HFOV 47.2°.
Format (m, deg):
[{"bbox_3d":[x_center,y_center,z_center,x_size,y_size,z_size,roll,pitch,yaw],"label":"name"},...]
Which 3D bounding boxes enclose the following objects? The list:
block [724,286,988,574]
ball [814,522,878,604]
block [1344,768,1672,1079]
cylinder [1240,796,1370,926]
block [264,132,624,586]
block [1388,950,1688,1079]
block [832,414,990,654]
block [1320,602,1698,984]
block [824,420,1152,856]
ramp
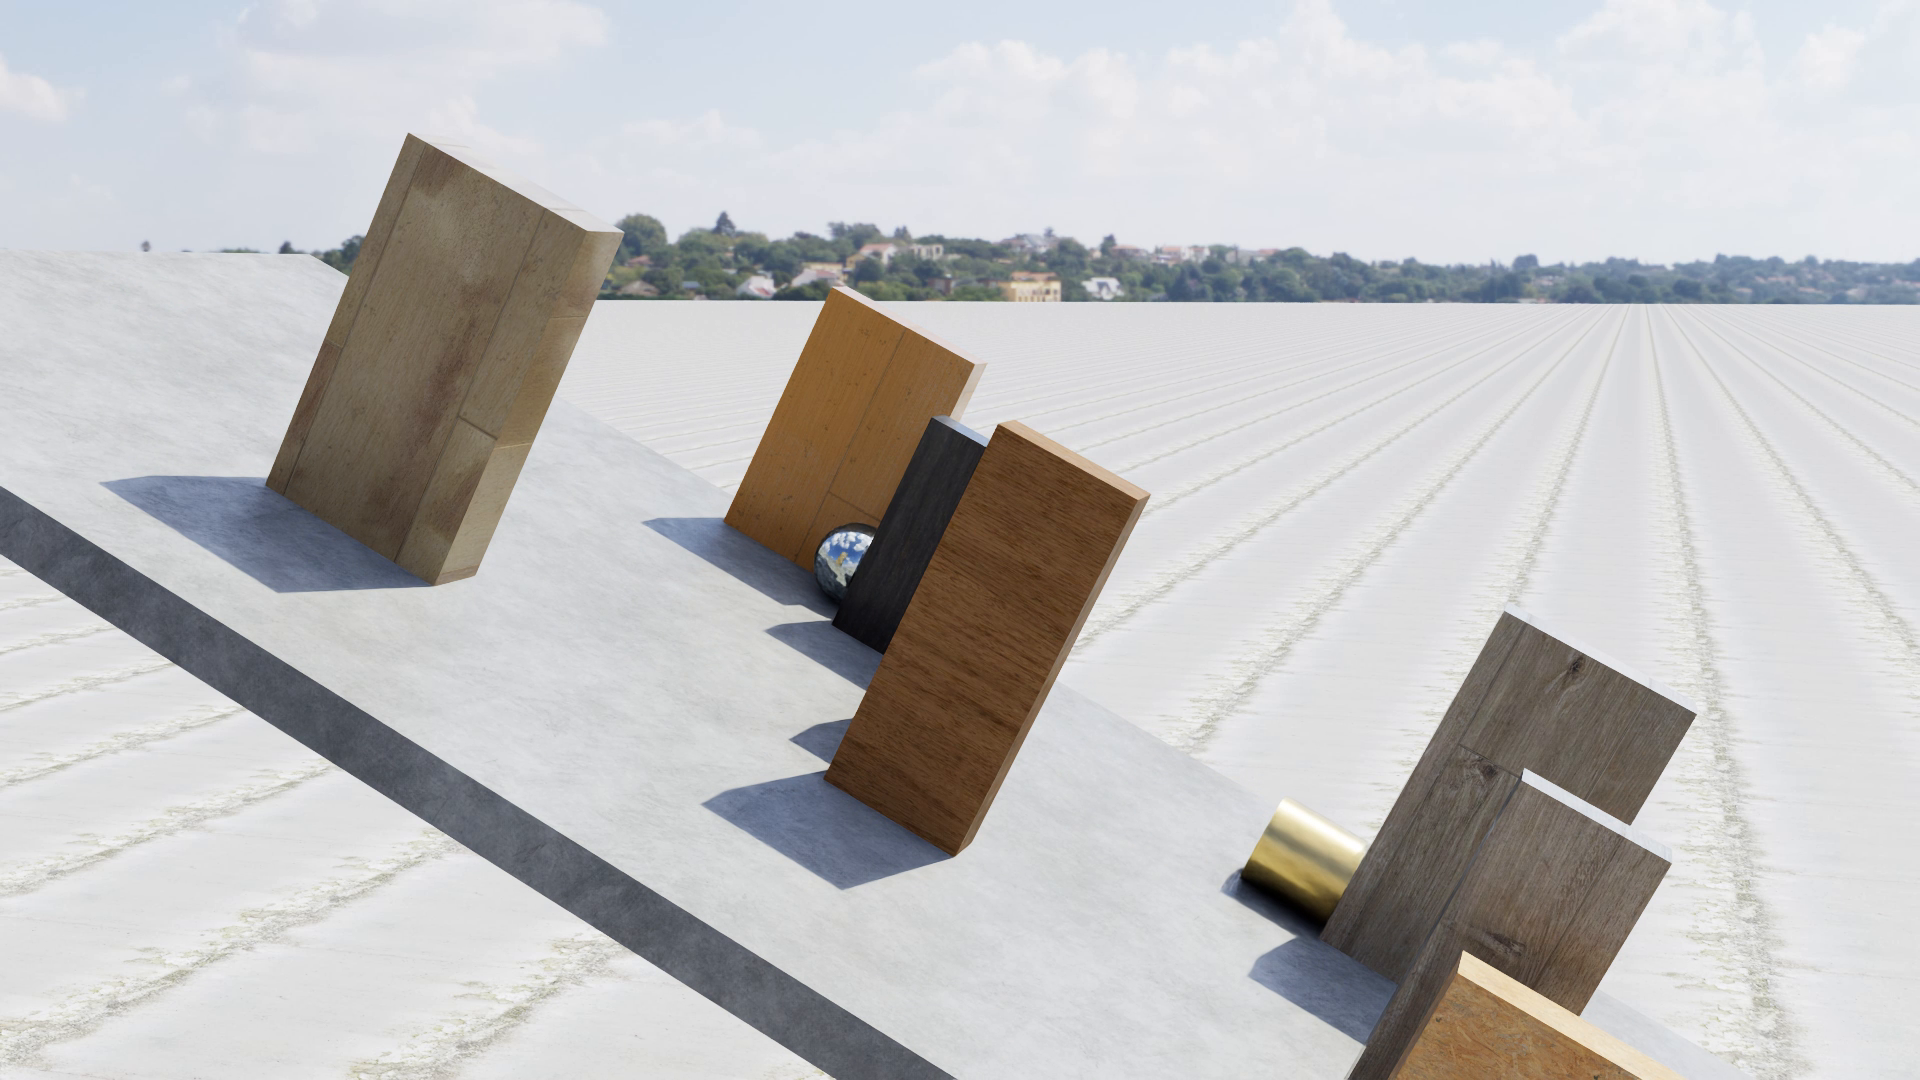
[{"bbox_3d":[-0.239,-0.218,4.948,0.371,0.596,0.098,29,14,12],"label":"block"},{"bbox_3d":[-0.228,0.055,4.827,0.187,0.187,0.187,0,7,0],"label":"ball"},{"bbox_3d":[0.802,0.697,3.341,0.242,0.664,0.084,29,14,12],"label":"block"},{"bbox_3d":[0.684,0.634,4.356,0.189,0.189,0.189,29,14,13],"label":"cylinder"},{"bbox_3d":[-0.915,-0.317,3.889,0.377,0.691,0.144,29,14,12],"label":"block"},{"bbox_3d":[0.767,0.870,3.130,0.355,0.433,0.106,29,14,12],"label":"block"},{"bbox_3d":[0.013,0.051,4.622,0.389,0.500,0.089,29,14,12],"label":"block"},{"bbox_3d":[1.038,0.538,4.195,0.390,0.737,0.120,29,14,12],"label":"block"},{"bbox_3d":[0.043,0.171,3.801,0.271,0.707,0.106,29,14,12],"label":"block"},{"bbox_3d":[-0.238,0.399,4.156,4.000,0.100,2.000,29,14,12],"label":"ramp"}]
